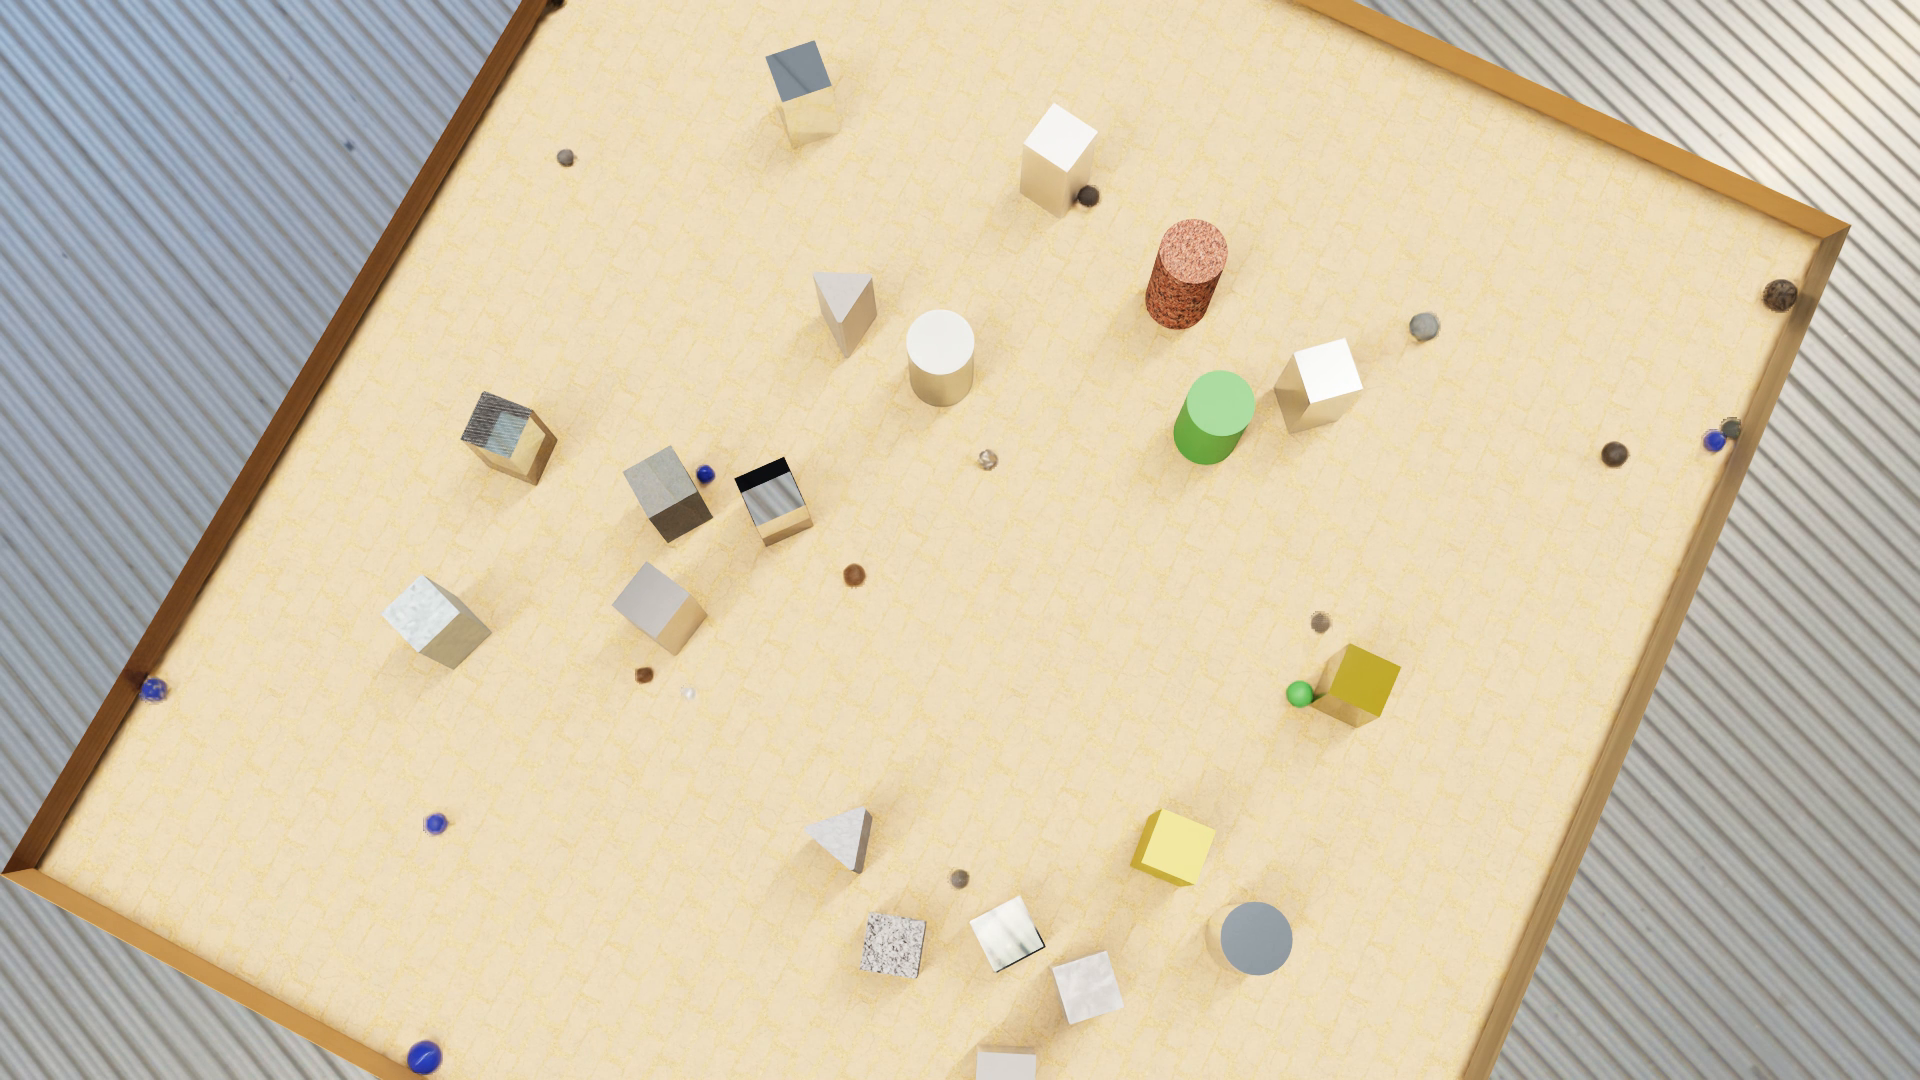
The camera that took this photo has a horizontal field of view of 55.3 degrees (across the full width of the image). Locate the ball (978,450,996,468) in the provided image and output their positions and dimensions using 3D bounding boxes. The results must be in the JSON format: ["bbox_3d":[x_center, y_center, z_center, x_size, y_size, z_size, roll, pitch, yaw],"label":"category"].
[{"bbox_3d":[0.084,-0.248,5.638,0.059,0.059,0.059,0,78,0],"label":"ball"}]

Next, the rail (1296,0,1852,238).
[{"bbox_3d":[0.940,-1.834,5.929,4.065,0.130,0.045,26,80,5],"label":"rail"}]

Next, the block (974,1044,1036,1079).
[{"bbox_3d":[0.123,1.509,5.135,0.160,0.331,0.160,3,78,1],"label":"block"}]

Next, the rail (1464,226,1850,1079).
[{"bbox_3d":[1.797,0.887,5.366,0.045,0.130,4.252,26,80,5],"label":"rail"}]

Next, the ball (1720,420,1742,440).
[{"bbox_3d":[2.382,-0.339,5.655,0.063,0.063,0.063,0,78,0],"label":"ball"}]

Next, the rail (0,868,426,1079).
[{"bbox_3d":[-0.940,1.848,5.167,4.065,0.130,0.045,26,80,5],"label":"rail"}]

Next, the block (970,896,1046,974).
[{"bbox_3d":[0.134,1.130,5.253,0.160,0.253,0.160,-27,80,-5],"label":"block"}]

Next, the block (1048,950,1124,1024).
[{"bbox_3d":[0.356,1.269,5.216,0.160,0.270,0.160,-17,79,-3],"label":"block"}]

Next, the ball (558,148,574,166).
[{"bbox_3d":[-1.255,-1.222,5.843,0.053,0.053,0.053,0,78,0],"label":"ball"}]

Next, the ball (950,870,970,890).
[{"bbox_3d":[-0.001,0.996,5.381,0.058,0.058,0.058,0,78,0],"label":"ball"}]

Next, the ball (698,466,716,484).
[{"bbox_3d":[-0.779,-0.200,5.630,0.055,0.055,0.055,0,78,0],"label":"ball"}]

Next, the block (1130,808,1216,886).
[{"bbox_3d":[0.606,0.885,5.247,0.160,0.365,0.160,22,79,4],"label":"block"}]

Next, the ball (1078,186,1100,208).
[{"bbox_3d":[0.408,-1.087,5.807,0.069,0.069,0.069,0,78,0],"label":"ball"}]

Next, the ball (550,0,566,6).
[{"bbox_3d":[-1.307,-1.759,5.956,0.048,0.048,0.048,0,78,0],"label":"ball"}]

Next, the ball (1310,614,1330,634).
[{"bbox_3d":[1.089,0.252,5.534,0.060,0.060,0.060,0,78,0],"label":"ball"}]

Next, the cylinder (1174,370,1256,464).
[{"bbox_3d":[0.762,-0.364,5.515,0.200,0.346,0.200,0,78,0],"label":"cylinder"}]

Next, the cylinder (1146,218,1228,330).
[{"bbox_3d":[0.683,-0.801,5.564,0.200,0.428,0.200,0,78,0],"label":"cylinder"}]

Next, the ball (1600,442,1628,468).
[{"bbox_3d":[2.011,-0.262,5.629,0.082,0.082,0.082,0,78,0],"label":"ball"}]

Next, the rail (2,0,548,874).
[{"bbox_3d":[-1.797,-0.873,5.730,0.045,0.130,4.252,26,80,5],"label":"rail"}]

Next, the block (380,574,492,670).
[{"bbox_3d":[-1.531,0.245,5.377,0.160,0.369,0.160,44,82,8],"label":"block"}]

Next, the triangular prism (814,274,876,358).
[{"bbox_3d":[-0.371,-0.715,5.585,0.150,0.352,0.173,32,80,6],"label":"triangular prism"}]

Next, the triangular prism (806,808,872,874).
[{"bbox_3d":[-0.310,0.831,5.221,0.173,0.437,0.150,40,81,8],"label":"triangular prism"}]

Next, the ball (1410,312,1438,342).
[{"bbox_3d":[1.445,-0.664,5.708,0.090,0.090,0.090,0,78,0],"label":"ball"}]

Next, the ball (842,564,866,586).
[{"bbox_3d":[-0.321,0.106,5.559,0.070,0.070,0.070,0,78,0],"label":"ball"}]

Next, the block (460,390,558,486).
[{"bbox_3d":[-1.350,-0.302,5.504,0.160,0.342,0.160,21,79,4],"label":"block"}]

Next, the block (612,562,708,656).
[{"bbox_3d":[-0.877,0.207,5.382,0.160,0.376,0.160,36,81,7],"label":"block"}]

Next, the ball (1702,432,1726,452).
[{"bbox_3d":[2.324,-0.302,5.647,0.064,0.064,0.064,0,78,0],"label":"ball"}]

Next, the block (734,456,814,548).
[{"bbox_3d":[-0.554,-0.111,5.488,0.160,0.296,0.160,-24,79,-5],"label":"block"}]

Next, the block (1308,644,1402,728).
[{"bbox_3d":[1.154,0.430,5.372,0.160,0.306,0.160,25,79,5],"label":"block"}]

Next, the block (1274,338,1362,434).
[{"bbox_3d":[1.075,-0.459,5.529,0.160,0.358,0.160,-16,79,-3],"label":"block"}]

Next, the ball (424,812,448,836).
[{"bbox_3d":[-1.545,0.837,5.409,0.067,0.067,0.067,0,78,0],"label":"ball"}]

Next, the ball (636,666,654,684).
[{"bbox_3d":[-0.946,0.405,5.506,0.051,0.051,0.051,0,78,0],"label":"ball"}]

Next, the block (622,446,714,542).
[{"bbox_3d":[-0.867,-0.133,5.462,0.160,0.356,0.160,-30,80,-6],"label":"block"}]

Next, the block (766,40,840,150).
[{"bbox_3d":[-0.490,-1.388,5.729,0.160,0.343,0.160,-20,79,-4],"label":"block"}]

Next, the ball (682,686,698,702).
[{"bbox_3d":[-0.809,0.461,5.497,0.047,0.047,0.047,0,78,0],"label":"ball"}]

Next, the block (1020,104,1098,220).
[{"bbox_3d":[0.301,-1.165,5.664,0.160,0.380,0.160,35,80,7],"label":"block"}]

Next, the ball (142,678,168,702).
[{"bbox_3d":[-2.410,0.449,5.486,0.074,0.074,0.074,0,78,0],"label":"ball"}]

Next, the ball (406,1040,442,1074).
[{"bbox_3d":[-1.537,1.484,5.260,0.097,0.097,0.097,0,78,0],"label":"ball"}]

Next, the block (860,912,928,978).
[{"bbox_3d":[-0.188,1.157,5.241,0.160,0.266,0.160,9,78,2],"label":"block"}]

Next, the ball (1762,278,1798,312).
[{"bbox_3d":[2.562,-0.765,5.724,0.100,0.100,0.100,0,78,0],"label":"ball"}]

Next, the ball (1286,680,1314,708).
[{"bbox_3d":[1.016,0.461,5.480,0.081,0.081,0.081,0,78,0],"label":"ball"}]

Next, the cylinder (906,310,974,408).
[{"bbox_3d":[-0.058,-0.546,5.550,0.200,0.351,0.200,0,78,0],"label":"cylinder"}]

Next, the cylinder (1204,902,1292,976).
[{"bbox_3d":[0.818,1.132,5.213,0.200,0.332,0.200,0,78,0],"label":"cylinder"}]
